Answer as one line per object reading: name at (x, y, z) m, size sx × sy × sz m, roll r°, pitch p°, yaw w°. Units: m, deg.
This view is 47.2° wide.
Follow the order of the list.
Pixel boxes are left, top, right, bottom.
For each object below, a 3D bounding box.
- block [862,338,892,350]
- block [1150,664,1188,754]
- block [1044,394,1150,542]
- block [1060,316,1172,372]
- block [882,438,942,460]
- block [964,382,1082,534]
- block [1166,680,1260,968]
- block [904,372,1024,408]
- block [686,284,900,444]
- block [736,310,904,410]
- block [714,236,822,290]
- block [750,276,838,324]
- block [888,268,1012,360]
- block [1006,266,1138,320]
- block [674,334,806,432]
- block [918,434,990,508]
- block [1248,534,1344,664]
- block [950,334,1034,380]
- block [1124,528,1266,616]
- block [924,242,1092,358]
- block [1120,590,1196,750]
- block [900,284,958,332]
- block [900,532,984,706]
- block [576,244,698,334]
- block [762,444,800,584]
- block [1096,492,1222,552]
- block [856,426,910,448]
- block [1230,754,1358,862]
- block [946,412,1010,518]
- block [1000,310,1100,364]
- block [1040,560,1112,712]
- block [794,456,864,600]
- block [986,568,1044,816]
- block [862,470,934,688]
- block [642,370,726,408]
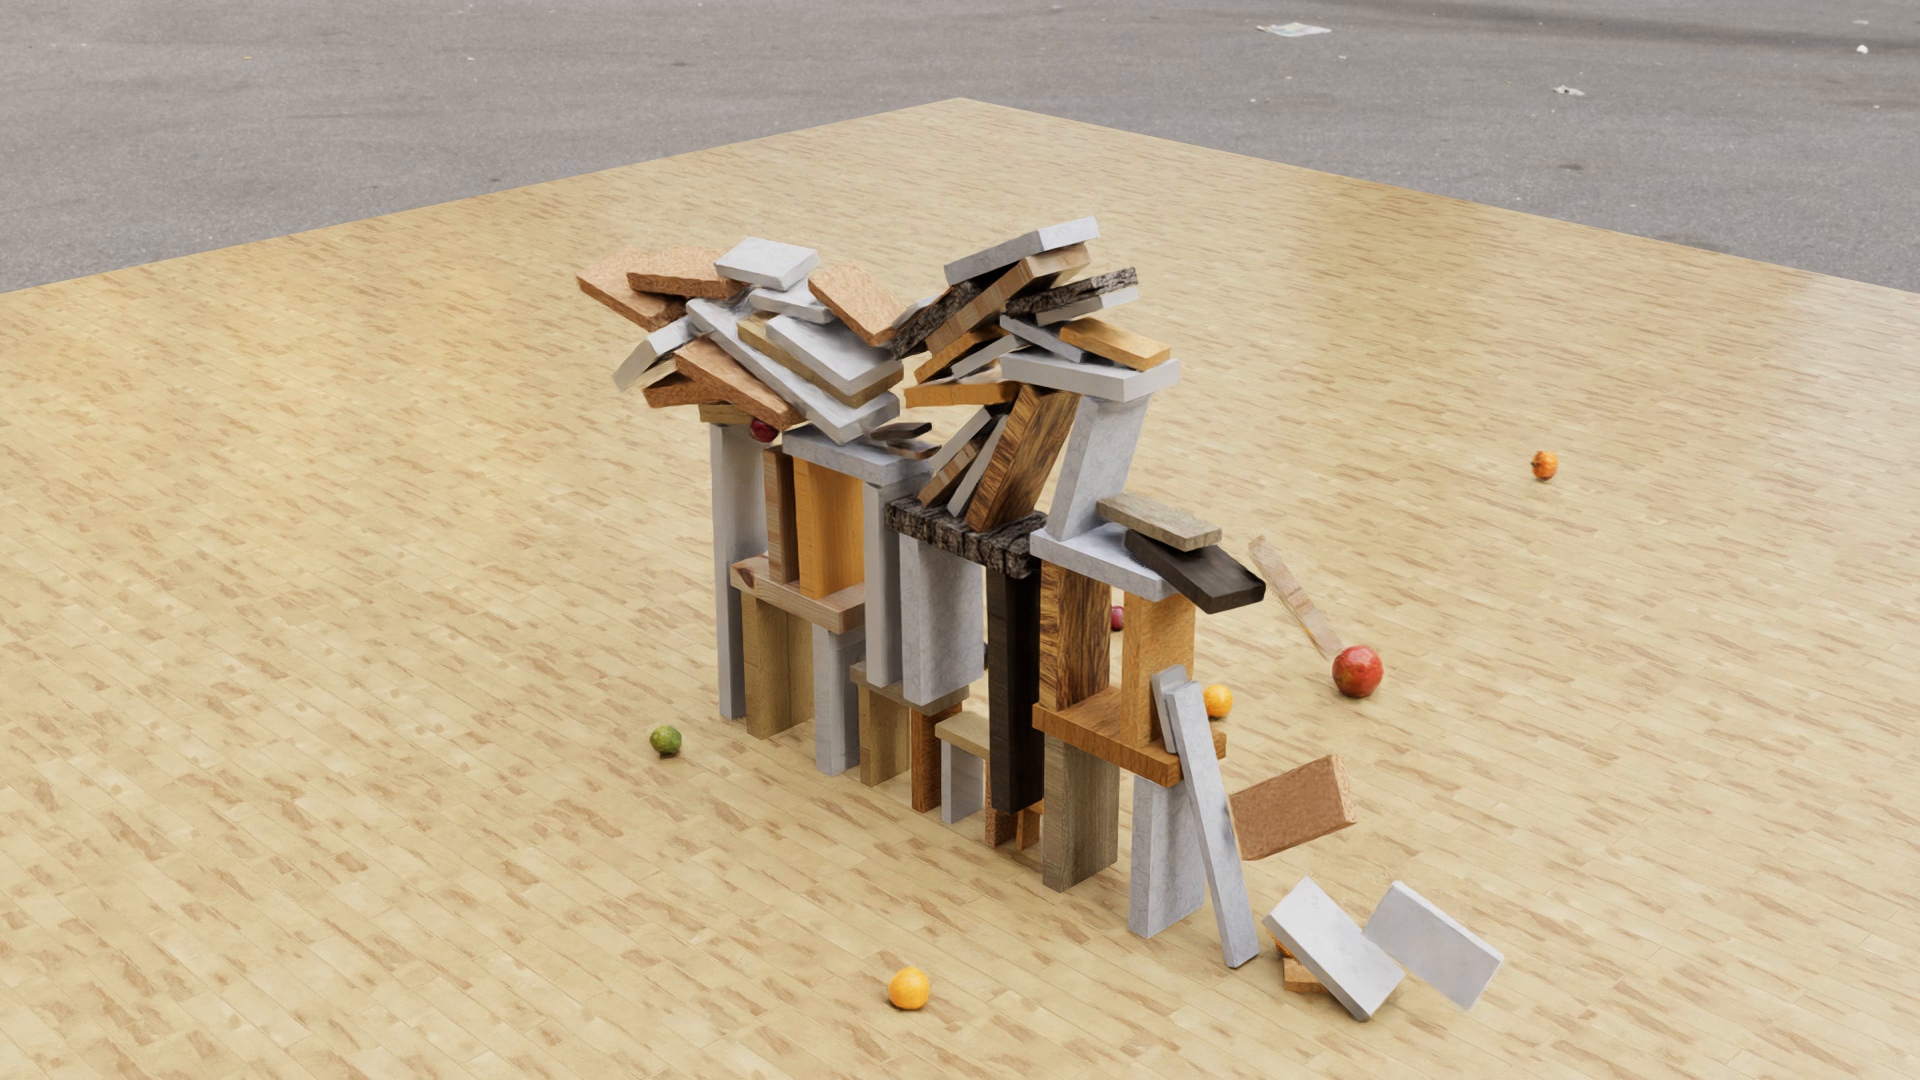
block at (-0.129, -0.396, 4.237) m, size 0.111 × 0.016 × 0.055 m, roll -4°, pitch 43°, yaw 15°
block at (0.385, 0.299, 3.916) m, size 0.072 × 0.143 × 0.020 m, roll -21°, pitch 12°, yaw -40°
block at (0.245, -0.143, 3.901) m, size 0.145 × 0.291 × 0.041 m, roll -22°, pitch 47°, yaw -41°
block at (0.268, -0.340, 3.804) m, size 0.173 × 0.024 × 0.086 m, roll 24°, pitch 31°, yaw 28°
block at (-0.092, -0.176, 4.241) m, size 0.056 × 0.016 × 0.112 m, roll -21°, pitch 24°, yaw -37°
block at (0.124, -0.164, 4.026) m, size 0.145 × 0.337 × 0.041 m, roll -22°, pitch 57°, yaw -41°
block at (0.453, 0.509, 3.927) m, size 0.072 × 0.517 × 0.020 m, roll -21°, pitch 12°, yaw -41°
block at (0.031, -0.280, 4.076) m, size 0.130 × 0.037 × 0.261 m, roll -18°, pitch 13°, yaw -40°
block at (-0.340, -0.365, 4.394) m, size 0.145 × 0.041 × 0.539 m, roll -28°, pitch 48°, yaw -27°
block at (-0.278, -0.373, 4.340) m, size 0.342 × 0.037 × 0.130 m, roll 33°, pitch 52°, yaw 32°
block at (-0.389, -0.558, 4.428) m, size 0.211 × 0.030 × 0.106 m, roll 18°, pitch 49°, yaw 43°
block at (-0.306, -0.480, 4.351) m, size 0.211 × 0.030 × 0.106 m, roll 18°, pitch 42°, yaw 40°
block at (-0.007, -0.419, 4.082) m, size 0.136 × 0.039 × 0.273 m, roll -20°, pitch -8°, yaw -37°
block at (0.194, -0.428, 3.819) m, size 0.109 × 0.031 × 0.219 m, roll -19°, pitch 6°, yaw -40°
block at (-0.409, -0.339, 4.453) m, size 0.165 × 0.047 × 0.330 m, roll -35°, pitch 48°, yaw -30°
block at (0.010, -0.136, 4.158) m, size 0.102 × 0.203 × 0.029 m, roll -22°, pitch 76°, yaw -40°
block at (0.572, 0.101, 3.761) m, size 0.031 × 0.233 × 0.109 m, roll -35°, pitch -13°, yaw 1°
block at (0.076, -0.342, 3.991) m, size 0.093 × 0.026 × 0.185 m, roll -19°, pitch -3°, yaw -40°
block at (0.405, 0.043, 3.800) m, size 0.120 × 0.034 × 0.240 m, roll -12°, pitch 36°, yaw -32°
block at (0.084, -0.430, 3.967) m, size 0.136 × 0.039 × 0.359 m, roll -19°, pitch -8°, yaw -35°
block at (0.354, 0.210, 3.927) m, size 0.149 × 0.297 × 0.042 m, roll -21°, pitch 31°, yaw -40°
block at (-0.039, -0.432, 4.107) m, size 0.055 × 0.016 × 0.207 m, roll -20°, pitch -7°, yaw -35°
block at (-0.034, 0.131, 4.328) m, size 0.050 × 0.355 × 0.178 m, roll 19°, pitch 30°, yaw 40°
block at (-0.684, -0.540, 4.719) m, size 0.145 × 0.041 × 0.290 m, roll -34°, pitch 43°, yaw -25°
block at (-0.333, -0.065, 4.552) m, size 0.143 × 0.286 × 0.041 m, roll -21°, pitch 29°, yaw -41°
block at (0.347, -0.034, 3.852) m, size 0.086 × 0.024 × 0.230 m, roll -15°, pitch 26°, yaw -36°
block at (-0.150, -0.202, 4.287) m, size 0.056 × 0.016 × 0.112 m, roll -21°, pitch 20°, yaw -30°
block at (0.579, 0.468, 3.834) m, size 0.034 × 0.120 × 0.240 m, roll 10°, pitch -28°, yaw -41°
block at (0.070, -0.149, 4.094) m, size 0.102 × 0.268 × 0.029 m, roll -22°, pitch 65°, yaw -41°
block at (0.170, -0.366, 3.883) m, size 0.185 × 0.026 × 0.093 m, roll 29°, pitch 35°, yaw 32°
block at (0.214, 0.156, 4.055) m, size 0.042 × 0.297 × 0.149 m, roll 21°, pitch 31°, yaw 40°
block at (-0.262, -0.043, 4.482) m, size 0.150 × 0.301 × 0.043 m, roll -21°, pitch 29°, yaw -41°
block at (0.135, 0.265, 4.196) m, size 0.178 × 0.501 × 0.050 m, roll -21°, pitch 29°, yaw -40°
block at (-0.120, 0.072, 4.374) m, size 0.043 × 0.428 × 0.150 m, roll 21°, pitch 31°, yaw 41°
block at (-0.522, -0.346, 4.680) m, size 0.165 × 0.047 × 0.347 m, roll -34°, pitch 19°, yaw -31°
